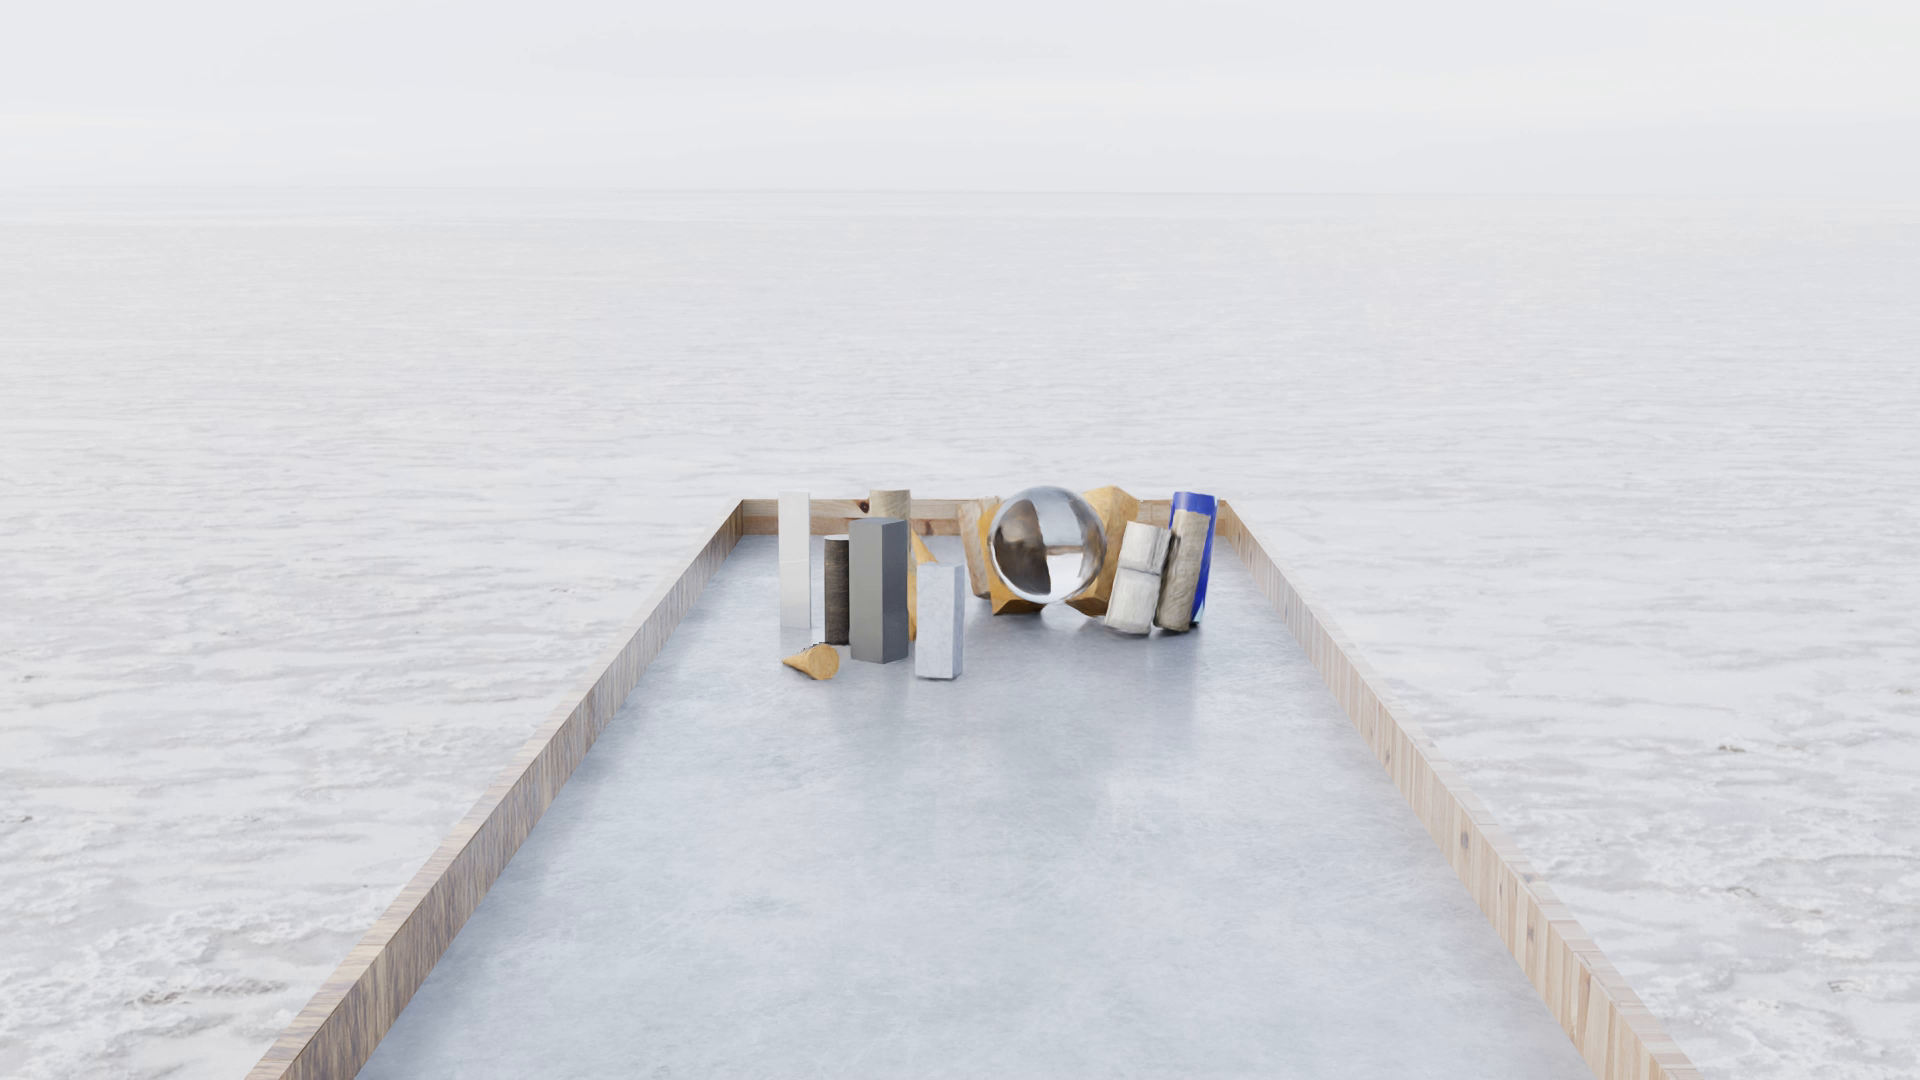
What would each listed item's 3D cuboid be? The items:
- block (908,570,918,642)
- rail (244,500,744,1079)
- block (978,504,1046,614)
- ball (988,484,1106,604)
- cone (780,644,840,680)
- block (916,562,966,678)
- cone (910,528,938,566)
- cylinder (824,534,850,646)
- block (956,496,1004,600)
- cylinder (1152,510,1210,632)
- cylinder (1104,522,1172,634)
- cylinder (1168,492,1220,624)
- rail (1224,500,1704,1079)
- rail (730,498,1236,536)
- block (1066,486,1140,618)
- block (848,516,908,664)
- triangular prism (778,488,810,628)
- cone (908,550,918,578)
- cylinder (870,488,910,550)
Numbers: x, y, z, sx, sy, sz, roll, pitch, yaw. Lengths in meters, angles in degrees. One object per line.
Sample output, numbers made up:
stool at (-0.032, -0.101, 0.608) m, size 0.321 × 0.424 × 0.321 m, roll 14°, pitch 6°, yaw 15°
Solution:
block at (-0.218, 0.151, 7.037) m, size 0.108 × 0.108 × 0.368 m, roll -24°, pitch 57°, yaw -36°
rail at (-1.004, 0.839, 3.234) m, size 0.050 × 0.150 × 12.000 m, roll 0°, pitch 9°, yaw 1°
block at (0.189, 0.062, 7.420) m, size 0.165 × 0.339 × 0.165 m, roll -3°, pitch -19°, yaw -20°
ball at (0.283, 0.013, 7.159) m, size 0.389 × 0.389 × 0.389 m, roll 0°, pitch 9°, yaw 0°
cone at (-0.474, 0.362, 6.561) m, size 0.104 × 0.104 × 0.305 m, roll -5°, pitch 1°, yaw -29°
block at (-0.058, 0.235, 6.463) m, size 0.112 × 0.326 × 0.112 m, roll 3°, pitch 5°, yaw 16°
cone at (-0.121, 0.065, 7.583) m, size 0.122 × 0.306 × 0.122 m, roll -24°, pitch -16°, yaw -8°
cylinder at (-0.372, 0.157, 6.942) m, size 0.114 × 0.336 × 0.114 m, roll 0°, pitch 9°, yaw 0°
block at (0.106, 0.029, 7.622) m, size 0.151 × 0.318 × 0.151 m, roll -14°, pitch -11°, yaw 12°
cylinder at (0.714, 0.101, 7.097) m, size 0.116 × 0.383 × 0.116 m, roll 11°, pitch -3°, yaw 1°
cylinder at (0.572, 0.122, 7.062) m, size 0.147 × 0.343 × 0.147 m, roll 12°, pitch 1°, yaw 0°
cylinder at (0.748, 0.058, 7.232) m, size 0.153 × 0.415 × 0.153 m, roll 8°, pitch -4°, yaw 1°
rail at (1.046, 0.843, 3.208) m, size 0.050 × 0.150 × 12.000 m, roll 0°, pitch 9°, yaw 1°
rail at (0.099, -0.098, 9.147) m, size 2.100 × 0.150 × 0.050 m, roll 0°, pitch 9°, yaw 1°
block at (0.476, 0.038, 7.358) m, size 0.137 × 0.408 × 0.137 m, roll -12°, pitch -32°, yaw 43°
block at (-0.248, 0.151, 6.694) m, size 0.126 × 0.426 × 0.126 m, roll 6°, pitch 11°, yaw 36°
triangular prism at (-0.520, 0.057, 7.209) m, size 0.114 × 0.450 × 0.098 m, roll 4°, pitch 10°, yaw 23°
cone at (-0.161, 0.109, 7.140) m, size 0.125 × 0.348 × 0.125 m, roll -17°, pitch -4°, yaw -1°
cylinder at (-0.229, 0.053, 7.231) m, size 0.135 × 0.445 × 0.135 m, roll 0°, pitch 6°, yaw 0°
